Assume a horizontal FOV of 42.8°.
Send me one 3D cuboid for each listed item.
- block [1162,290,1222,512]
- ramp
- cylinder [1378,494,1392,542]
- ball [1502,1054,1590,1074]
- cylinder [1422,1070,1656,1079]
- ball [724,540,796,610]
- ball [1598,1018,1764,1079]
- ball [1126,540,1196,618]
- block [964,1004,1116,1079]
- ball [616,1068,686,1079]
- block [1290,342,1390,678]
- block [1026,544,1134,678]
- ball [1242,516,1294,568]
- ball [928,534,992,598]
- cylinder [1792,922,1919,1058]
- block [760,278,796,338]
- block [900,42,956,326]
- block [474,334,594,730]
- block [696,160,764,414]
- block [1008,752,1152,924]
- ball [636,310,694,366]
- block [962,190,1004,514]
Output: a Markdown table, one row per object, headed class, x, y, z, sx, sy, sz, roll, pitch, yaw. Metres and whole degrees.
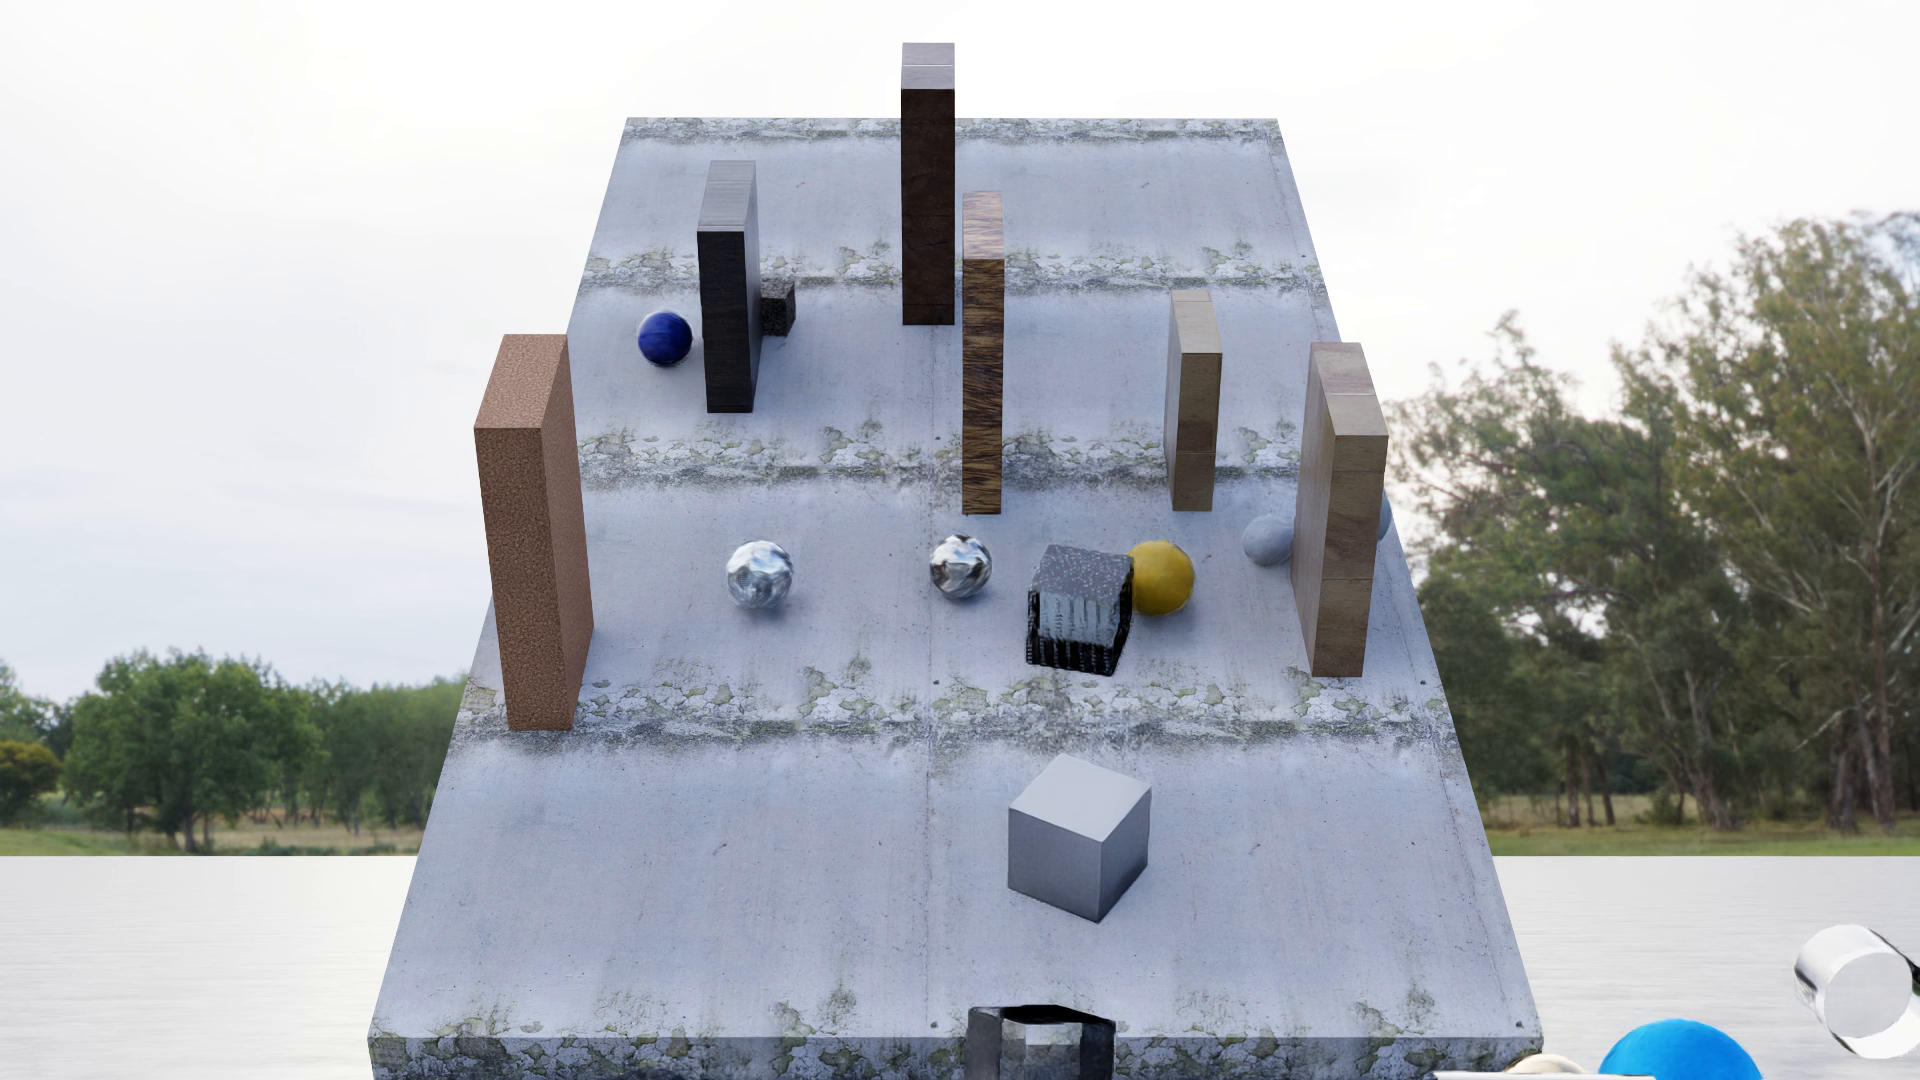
| class | x | y | z | sx | sy | sz | roll | pitch | yaw |
| --- | --- | --- | --- | --- | --- | --- | --- | --- | --- |
| block | 0.531 | -0.321 | 5.619 | 0.090 | 0.408 | 0.307 | 0 | 32 | 0 |
| ramp | -0.015 | -0.185 | 5.877 | 2.000 | 0.100 | 4.000 | 0 | 32 | 0 |
| cylinder | 0.846 | -0.068 | 5.405 | 0.153 | 0.153 | 0.153 | -6 | -23 | 40 |
| ball | 0.709 | 0.695 | 2.959 | 0.148 | 0.148 | 0.148 | 0 | -7 | 0 |
| cylinder | 0.511 | 0.567 | 2.152 | 0.193 | 0.193 | 0.193 | 1 | -7 | 0 |
| ball | -0.427 | 0.074 | 5.233 | 0.149 | 0.149 | 0.149 | 0 | -7 | 0 |
| ball | 0.837 | 0.657 | 2.849 | 0.197 | 0.197 | 0.197 | 0 | -7 | 0 |
| ball | 0.418 | 0.082 | 5.212 | 0.164 | 0.164 | 0.164 | 0 | -7 | 0 |
| block | 0.112 | 0.754 | 3.501 | 0.152 | 0.152 | 0.152 | 5 | -3 | -32 |
| ball | -0.357 | 0.680 | 2.817 | 0.143 | 0.143 | 0.143 | 0 | -7 | 0 |
| block | 0.777 | -0.063 | 5.060 | 0.103 | 0.575 | 0.386 | 0 | 32 | 0 |
| block | 0.250 | 0.146 | 5.094 | 0.182 | 0.182 | 0.182 | 8 | 33 | 13 |
| ball | 0.677 | 0.003 | 5.386 | 0.113 | 0.113 | 0.113 | 0 | -7 | 0 |
| ball | 0.001 | 0.056 | 5.275 | 0.137 | 0.137 | 0.137 | 0 | -7 | 0 |
| cylinder | 1.742 | 0.869 | 4.731 | 0.207 | 0.207 | 0.207 | 0 | 9 | 1 |
| block | -0.490 | -0.602 | 6.335 | 0.109 | 0.109 | 0.109 | 5 | 33 | 8 |
| block | -0.081 | -0.918 | 6.329 | 0.135 | 0.651 | 0.315 | 0 | 32 | 0 |
| block | -0.837 | -0.013 | 4.858 | 0.124 | 0.695 | 0.372 | 0 | 32 | 0 |
| block | -0.561 | -0.624 | 6.016 | 0.110 | 0.487 | 0.409 | 0 | 32 | 0 |
| block | 0.217 | 0.541 | 4.464 | 0.190 | 0.190 | 0.190 | 18 | 37 | 26 |
| ball | -0.741 | -0.509 | 6.158 | 0.140 | 0.140 | 0.140 | 0 | -7 | 0 |
| block | 0.050 | -0.424 | 5.561 | 0.088 | 0.641 | 0.353 | 0 | 32 | 0 |
